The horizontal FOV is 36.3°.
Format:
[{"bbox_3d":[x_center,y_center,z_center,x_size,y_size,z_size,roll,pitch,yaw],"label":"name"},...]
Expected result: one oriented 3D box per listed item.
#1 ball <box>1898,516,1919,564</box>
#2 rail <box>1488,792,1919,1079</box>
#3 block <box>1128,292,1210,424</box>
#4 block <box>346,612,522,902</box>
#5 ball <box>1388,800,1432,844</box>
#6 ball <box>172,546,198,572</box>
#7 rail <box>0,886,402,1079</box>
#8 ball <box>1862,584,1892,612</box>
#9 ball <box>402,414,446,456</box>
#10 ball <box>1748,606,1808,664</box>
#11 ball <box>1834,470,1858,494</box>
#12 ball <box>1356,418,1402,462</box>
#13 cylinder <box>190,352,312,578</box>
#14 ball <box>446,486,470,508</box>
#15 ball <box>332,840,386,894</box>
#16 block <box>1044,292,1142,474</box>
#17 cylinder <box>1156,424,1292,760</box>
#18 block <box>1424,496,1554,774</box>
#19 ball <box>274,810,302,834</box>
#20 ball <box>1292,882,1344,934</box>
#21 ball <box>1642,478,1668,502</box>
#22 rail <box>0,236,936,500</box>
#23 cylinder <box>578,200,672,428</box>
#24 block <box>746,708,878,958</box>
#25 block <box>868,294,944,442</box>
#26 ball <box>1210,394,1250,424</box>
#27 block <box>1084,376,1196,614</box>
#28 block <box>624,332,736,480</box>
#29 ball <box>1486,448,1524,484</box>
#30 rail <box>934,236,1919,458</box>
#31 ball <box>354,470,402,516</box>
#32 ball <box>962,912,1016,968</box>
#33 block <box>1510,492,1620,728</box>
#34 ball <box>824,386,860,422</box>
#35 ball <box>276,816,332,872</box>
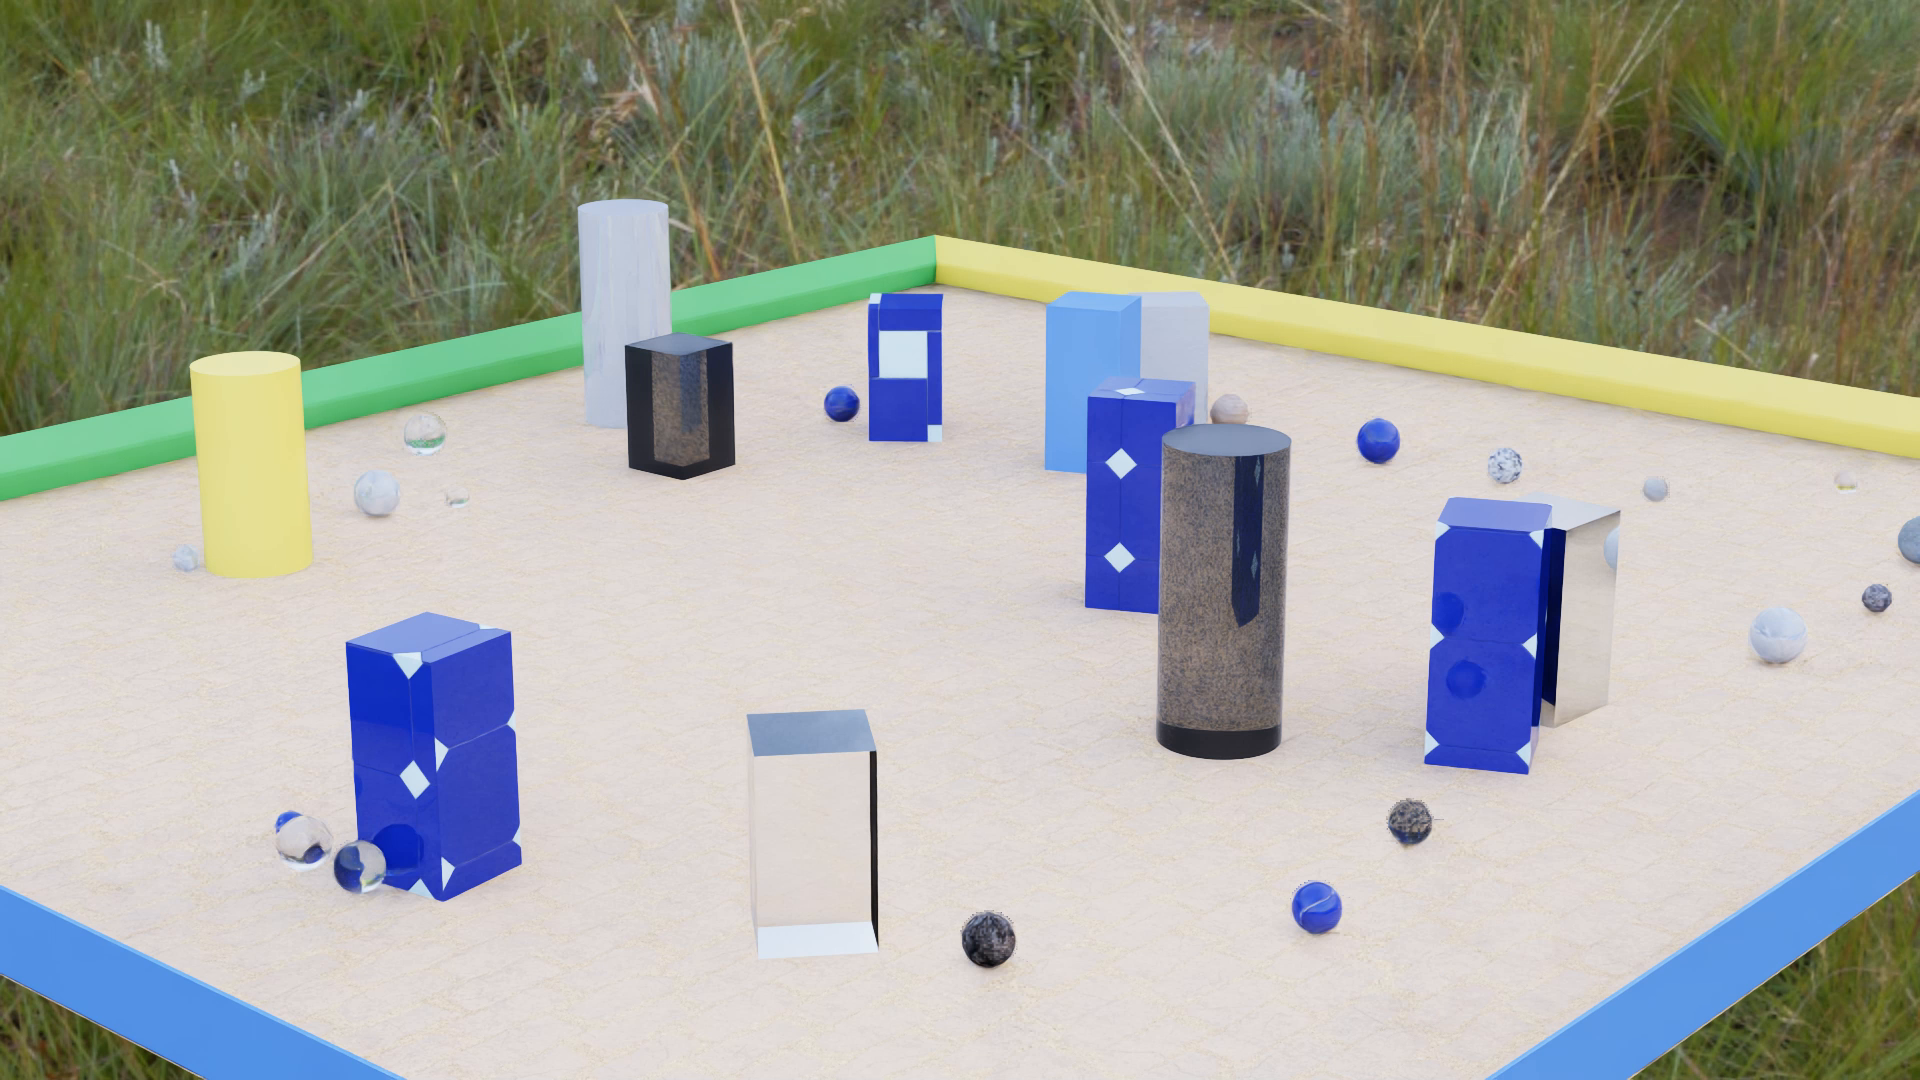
[{"bbox_3d":[1.736,0.001,5.282,0.089,0.089,0.089,0,17,0],"label":"ball"},{"bbox_3d":[1.331,0.365,4.014,0.045,0.124,3.916,14,22,39],"label":"rail"},{"bbox_3d":[0.442,-0.385,6.262,0.152,0.263,0.152,-1,17,-4],"label":"block"},{"bbox_3d":[-0.701,0.287,3.915,0.152,0.333,0.152,11,20,32],"label":"block"},{"bbox_3d":[0.621,0.390,4.044,0.060,0.060,0.060,0,17,0],"label":"ball"},{"bbox_3d":[-1.387,0.034,5.249,0.046,0.046,0.046,0,17,0],"label":"ball"},{"bbox_3d":[-1.268,0.453,3.722,3.574,0.124,0.045,14,22,39],"label":"rail"},{"bbox_3d":[1.572,0.100,5.027,0.048,0.048,0.048,0,17,0],"label":"ball"},{"bbox_3d":[-1.097,-0.216,6.006,0.086,0.086,0.086,0,17,0],"label":"ball"},{"bbox_3d":[1.332,0.154,4.770,0.093,0.093,0.093,0,17,0],"label":"ball"},{"bbox_3d":[1.732,-0.113,5.731,0.048,0.048,0.048,0,17,0],"label":"ball"},{"bbox_3d":[0.850,-0.202,5.955,0.090,0.090,0.090,0,17,0],"label":"ball"},{"bbox_3d":[-1.267,-0.136,5.252,0.191,0.370,0.191,0,17,0],"label":"cylinder"},{"bbox_3d":[-0.966,-0.083,5.637,0.045,0.045,0.045,0,17,0],"label":"ball"},{"bbox_3d":[-0.795,0.433,3.885,0.070,0.070,0.070,0,17,0],"label":"ball"},{"bbox_3d":[0.268,-0.316,5.904,0.152,0.337,0.152,6,18,19],"label":"block"},{"bbox_3d":[0.392,0.076,4.382,0.191,0.467,0.191,0,17,0],"label":"cylinder"},{"bbox_3d":[0.782,0.140,4.337,0.152,0.371,0.152,5,17,16],"label":"block"},{"bbox_3d":[-0.926,0.396,4.055,0.043,0.043,0.043,0,17,0],"label":"ball"},{"bbox_3d":[0.458,0.472,3.763,0.066,0.066,0.066,0,17,0],"label":"ball"},{"bbox_3d":[1.347,-0.097,5.679,0.049,0.049,0.049,0,17,0],"label":"ball"},{"bbox_3d":[-1.331,-0.303,6.227,0.045,0.124,3.916,14,22,39],"label":"rail"},{"bbox_3d":[-0.710,-0.482,6.245,0.191,0.458,0.191,0,17,0],"label":"cylinder"},{"bbox_3d":[-0.188,0.373,3.736,0.152,0.272,0.152,-2,17,-7],"label":"block"},{"bbox_3d":[-0.113,-0.363,6.153,0.152,0.282,0.152,0,17,1],"label":"block"},{"bbox_3d":[0.569,-0.266,6.181,0.082,0.082,0.082,0,17,0],"label":"ball"},{"bbox_3d":[0.310,-0.078,5.050,0.152,0.375,0.152,5,18,16],"label":"block"},{"bbox_3d":[-0.562,-0.271,5.899,0.152,0.254,0.152,13,21,37],"label":"block"},{"bbox_3d":[1.079,-0.147,5.806,0.071,0.071,0.071,0,17,0],"label":"ball"},{"bbox_3d":[1.268,-0.391,6.519,3.574,0.124,0.045,14,22,39],"label":"rail"},{"bbox_3d":[-1.109,-0.089,5.581,0.090,0.090,0.090,0,17,0],"label":"ball"},{"bbox_3d":[0.036,0.500,3.667,0.068,0.068,0.068,0,17,0],"label":"ball"},{"bbox_3d":[0.906,0.106,4.541,0.152,0.317,0.152,15,23,41],"label":"block"},{"bbox_3d":[-0.253,-0.291,6.270,0.078,0.078,0.078,0,17,0],"label":"ball"},{"bbox_3d":[-0.884,0.410,3.956,0.075,0.075,0.075,0,17,0],"label":"ball"}]
